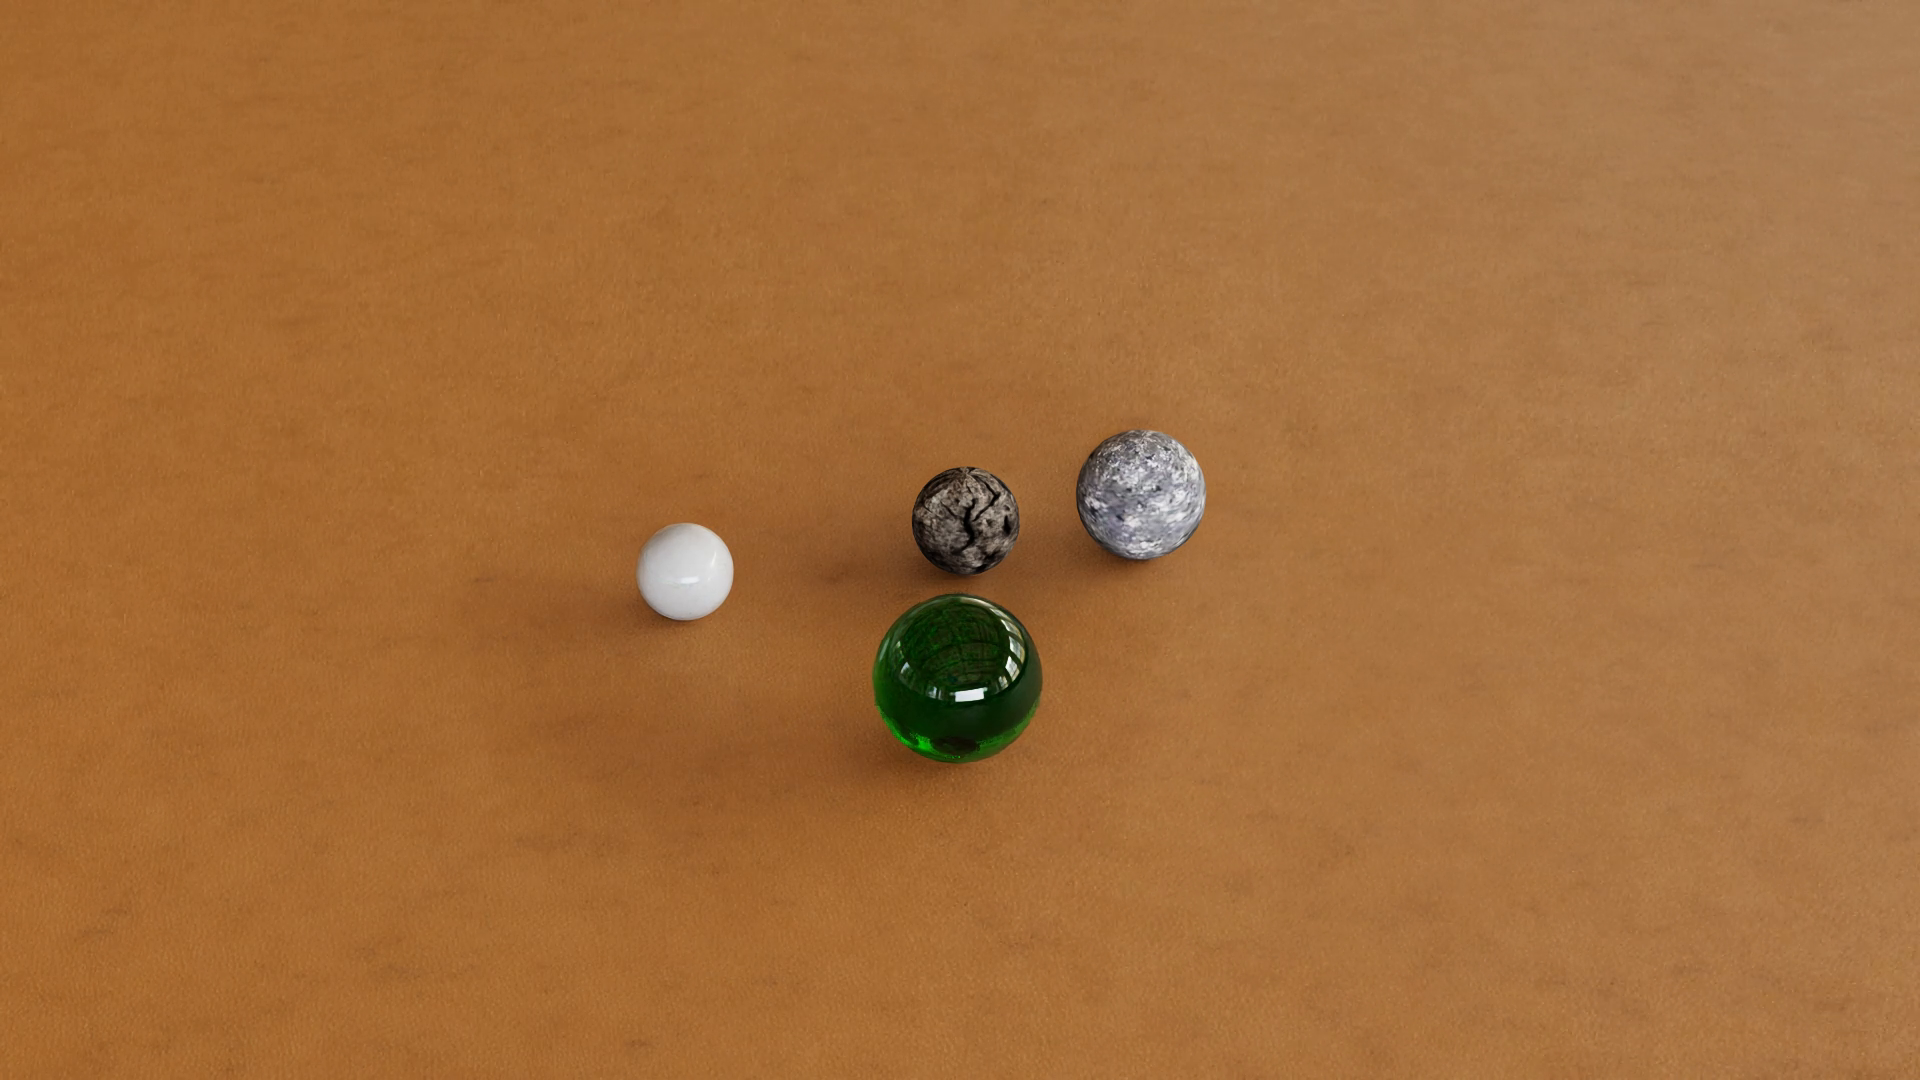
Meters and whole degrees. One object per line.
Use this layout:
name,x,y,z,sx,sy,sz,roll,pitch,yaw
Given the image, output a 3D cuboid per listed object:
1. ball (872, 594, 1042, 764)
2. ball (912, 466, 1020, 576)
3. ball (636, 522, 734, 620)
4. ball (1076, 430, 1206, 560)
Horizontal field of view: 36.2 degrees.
ball,-0.001,0.068,1.437,0.083,0.083,0.083,0,31,0
ball,0.003,-0.010,1.588,0.059,0.059,0.059,0,31,0
ball,-0.145,0.017,1.550,0.052,0.052,0.052,0,31,0
ball,0.098,-0.025,1.599,0.071,0.071,0.071,0,31,0
